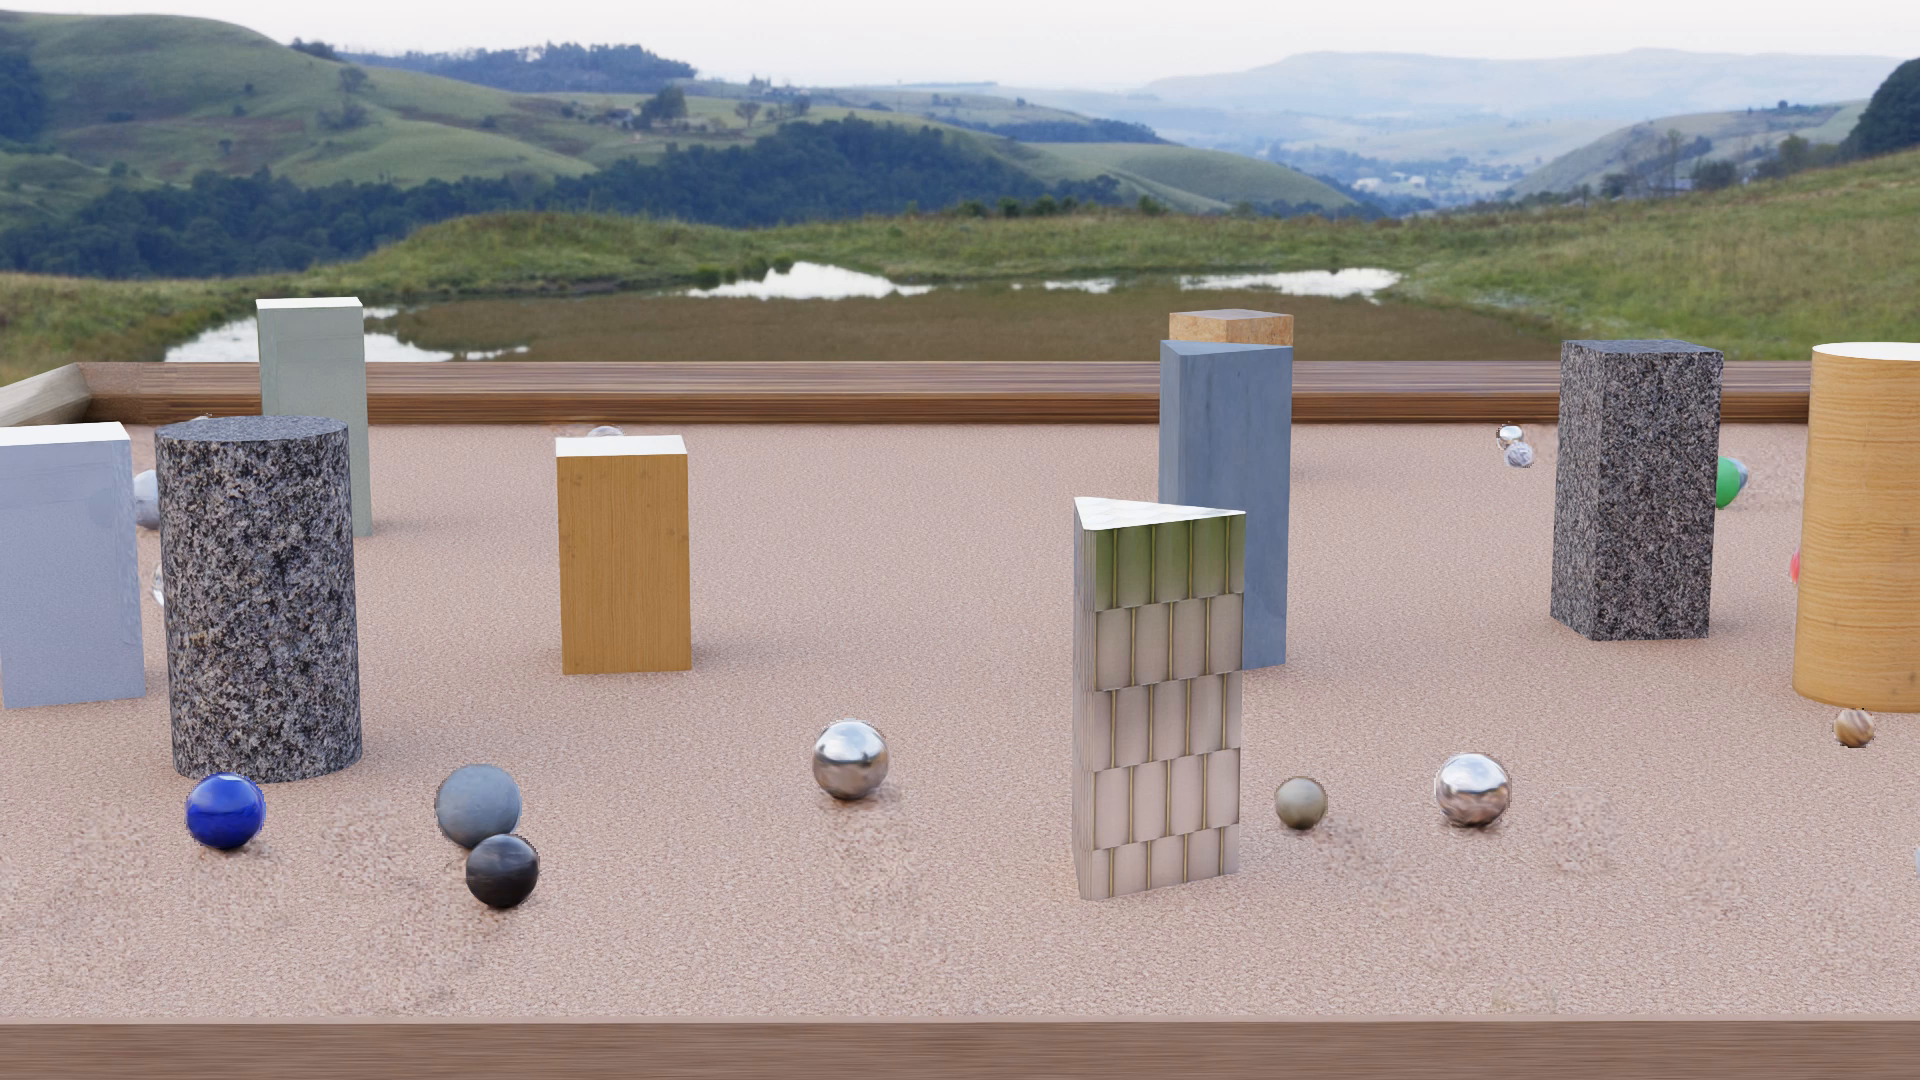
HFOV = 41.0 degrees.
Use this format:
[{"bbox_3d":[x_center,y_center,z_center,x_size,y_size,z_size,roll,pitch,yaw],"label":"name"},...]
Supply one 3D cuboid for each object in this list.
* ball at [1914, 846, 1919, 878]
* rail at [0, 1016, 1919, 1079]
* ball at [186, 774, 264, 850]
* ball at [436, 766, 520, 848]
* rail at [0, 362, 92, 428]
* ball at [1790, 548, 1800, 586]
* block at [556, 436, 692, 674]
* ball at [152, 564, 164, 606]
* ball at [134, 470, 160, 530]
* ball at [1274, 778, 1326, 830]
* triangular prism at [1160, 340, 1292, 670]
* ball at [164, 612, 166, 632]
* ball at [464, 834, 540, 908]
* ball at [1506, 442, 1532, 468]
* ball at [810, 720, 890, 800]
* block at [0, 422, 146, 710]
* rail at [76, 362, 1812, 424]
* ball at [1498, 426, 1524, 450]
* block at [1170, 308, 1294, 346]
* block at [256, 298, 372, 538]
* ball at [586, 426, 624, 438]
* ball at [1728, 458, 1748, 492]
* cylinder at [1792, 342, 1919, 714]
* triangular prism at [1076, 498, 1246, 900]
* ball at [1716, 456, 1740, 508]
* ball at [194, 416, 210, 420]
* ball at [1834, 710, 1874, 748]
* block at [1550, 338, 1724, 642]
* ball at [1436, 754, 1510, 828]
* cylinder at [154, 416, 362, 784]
[{"bbox_3d":[0.876,0.284,2.253,0.070,0.070,0.070,0,11,0],"label":"ball"},{"bbox_3d":[0.010,0.363,1.671,3.586,0.126,0.045,0,11,0],"label":"rail"},{"bbox_3d":[-0.690,0.255,2.407,0.071,0.071,0.071,0,11,0],"label":"ball"},{"bbox_3d":[-0.453,0.251,2.411,0.078,0.078,0.078,0,11,0],"label":"ball"},{"bbox_3d":[-1.769,0.034,3.439,0.045,0.126,3.665,0,11,0],"label":"rail"},{"bbox_3d":[1.191,0.039,3.560,0.075,0.075,0.075,0,11,0],"label":"ball"},{"bbox_3d":[-0.415,0.016,3.160,0.155,0.266,0.155,-2,11,-9],"label":"block"},{"bbox_3d":[-1.047,0.059,3.449,0.075,0.075,0.075,0,11,0],"label":"ball"},{"bbox_3d":[-1.268,-0.063,4.051,0.096,0.096,0.096,0,11,0],"label":"ball"},{"bbox_3d":[0.328,0.254,2.472,0.049,0.049,0.049,0,11,0],"label":"ball"},{"bbox_3d":[0.291,-0.043,3.138,0.168,0.391,0.145,-7,13,-33],"label":"triangular prism"},{"bbox_3d":[-0.968,0.103,3.232,0.069,0.069,0.069,0,11,0],"label":"ball"},{"bbox_3d":[-0.400,0.289,2.241,0.064,0.064,0.064,0,11,0],"label":"ball"},{"bbox_3d":[1.020,-0.155,4.677,0.048,0.048,0.048,0,11,0],"label":"ball"},{"bbox_3d":[-0.110,0.221,2.570,0.079,0.079,0.079,0,11,0],"label":"ball"},{"bbox_3d":[-1.050,0.026,3.004,0.155,0.303,0.155,-4,11,-22],"label":"block"},{"bbox_3d":[-0.010,-0.298,5.227,3.586,0.126,0.045,0,11,0],"label":"rail"},{"bbox_3d":[1.046,-0.193,4.873,0.050,0.050,0.050,0,11,0],"label":"ball"},{"bbox_3d":[0.481,-0.258,4.574,0.155,0.289,0.155,-7,13,-34],"label":"block"},{"bbox_3d":[-1.013,-0.192,4.022,0.155,0.360,0.155,-3,11,-16],"label":"block"},{"bbox_3d":[-0.641,-0.166,4.646,0.081,0.081,0.081,0,11,0],"label":"ball"},{"bbox_3d":[1.315,-0.110,4.391,0.064,0.064,0.064,0,11,0],"label":"ball"},{"bbox_3d":[1.077,-0.018,2.972,0.194,0.402,0.194,0,11,0],"label":"cylinder"},{"bbox_3d":[0.146,0.135,2.335,0.168,0.333,0.145,-6,12,-30],"label":"triangular prism"},{"bbox_3d":[1.243,-0.096,4.241,0.091,0.091,0.091,0,11,0],"label":"ball"},{"bbox_3d":[-1.431,-0.200,4.857,0.070,0.070,0.070,0,11,0],"label":"ball"},{"bbox_3d":[0.965,0.203,2.768,0.041,0.041,0.041,0,11,0],"label":"ball"},{"bbox_3d":[0.875,-0.068,3.327,0.155,0.369,0.155,-1,11,-7],"label":"block"},{"bbox_3d":[0.495,0.242,2.478,0.071,0.071,0.071,0,11,0],"label":"ball"},{"bbox_3d":[-0.733,0.058,2.689,0.194,0.355,0.194,0,11,0],"label":"cylinder"}]
